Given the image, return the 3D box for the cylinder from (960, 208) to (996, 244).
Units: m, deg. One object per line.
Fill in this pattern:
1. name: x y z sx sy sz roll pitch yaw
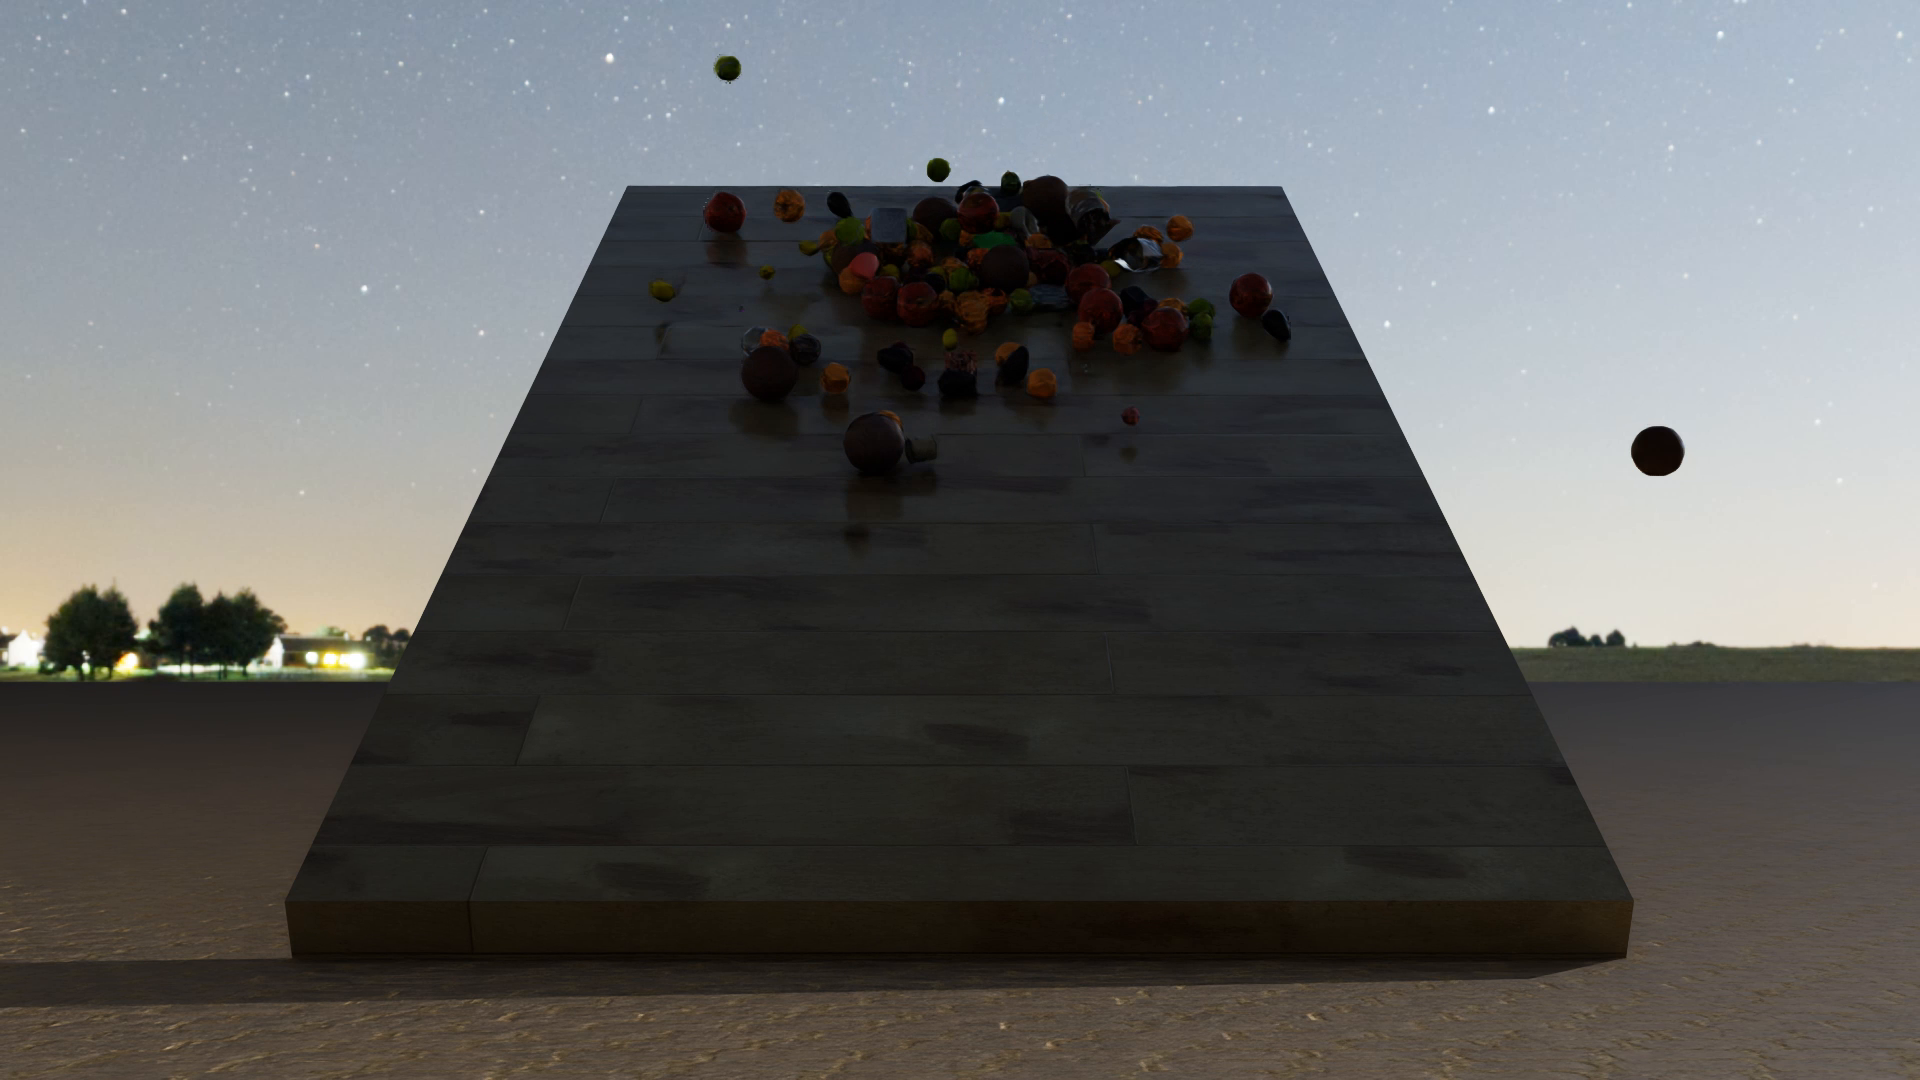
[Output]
1. cylinder: 0.052 -0.888 6.551 0.092 0.092 0.092 -1 23 9

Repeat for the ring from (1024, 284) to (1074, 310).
1. ring: 0.232 -0.628 6.024 0.131 0.044 0.131 1 23 0

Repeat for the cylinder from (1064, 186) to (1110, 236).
1. cylinder: 0.340 -0.881 6.228 0.093 0.093 0.093 -16 -38 -13

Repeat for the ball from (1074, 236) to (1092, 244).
1. ball: 0.348 -0.876 6.520 0.096 0.096 0.096 0 -3 0

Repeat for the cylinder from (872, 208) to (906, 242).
1. cylinder: -0.189 -0.840 6.199 0.093 0.093 0.093 0 8 0

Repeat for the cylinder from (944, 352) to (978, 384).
1. cylinder: 0.002 -0.406 5.476 0.077 0.077 0.077 -1 -3 -1

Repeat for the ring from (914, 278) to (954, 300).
1. ring: -0.069 -0.656 6.095 0.108 0.036 0.108 0 25 0

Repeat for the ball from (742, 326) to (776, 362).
1. ball: -0.487 -0.474 5.620 0.083 0.083 0.083 0 -3 0

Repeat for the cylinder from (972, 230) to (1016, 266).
1. cylinder: 0.094 -0.801 6.361 0.086 0.086 0.086 17 6 32

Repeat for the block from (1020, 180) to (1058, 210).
1. block: 0.233 -1.014 6.838 0.076 0.076 0.076 13 16 27

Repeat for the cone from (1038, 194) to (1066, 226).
1. cone: 0.262 -0.931 6.707 0.100 0.100 0.100 -29 -4 0

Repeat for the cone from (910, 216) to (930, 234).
1. cone: -0.104 -0.892 6.640 0.058 0.058 0.058 16 -13 -41

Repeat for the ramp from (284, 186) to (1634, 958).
1. ramp: -0.008 -0.228 5.294 2.000 0.100 4.000 0 24 0

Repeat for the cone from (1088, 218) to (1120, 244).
1. cone: 0.401 -0.869 6.388 0.094 0.094 0.094 -12 -8 20

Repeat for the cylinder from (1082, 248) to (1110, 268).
1. cylinder: 0.367 -0.761 6.267 0.053 0.053 0.053 1 -3 -27

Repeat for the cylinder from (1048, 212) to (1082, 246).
1. cylinder: 0.293 -0.849 6.313 0.080 0.080 0.080 -30 15 -33

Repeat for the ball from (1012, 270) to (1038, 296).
1. ball: 0.171 -0.674 6.094 0.070 0.070 0.070 0 -3 0

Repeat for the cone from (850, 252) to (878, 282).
1. cone: -0.231 -0.671 5.848 0.077 0.077 0.077 1 37 -22

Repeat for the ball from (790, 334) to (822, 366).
1. ball: -0.372 -0.458 5.595 0.077 0.077 0.077 0 -3 0

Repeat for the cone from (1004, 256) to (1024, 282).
1. cone: 0.151 -0.732 6.229 0.066 0.066 0.066 0 24 0

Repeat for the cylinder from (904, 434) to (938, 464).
1. cylinder: -0.083 -0.195 5.000 0.055 0.055 0.055 -12 1 -21

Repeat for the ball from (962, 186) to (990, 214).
1. ball: 0.046 -0.942 6.426 0.078 0.078 0.078 0 -3 0

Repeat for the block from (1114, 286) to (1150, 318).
1. block: 0.441 -0.609 5.941 0.054 0.054 0.054 -21 -29 -41

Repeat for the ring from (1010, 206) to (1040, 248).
1. ring: 0.180 -0.872 6.485 0.041 0.123 0.123 -17 -11 27

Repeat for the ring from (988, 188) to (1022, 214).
1. ring: 0.117 -1.001 6.864 0.139 0.046 0.139 1 25 0
